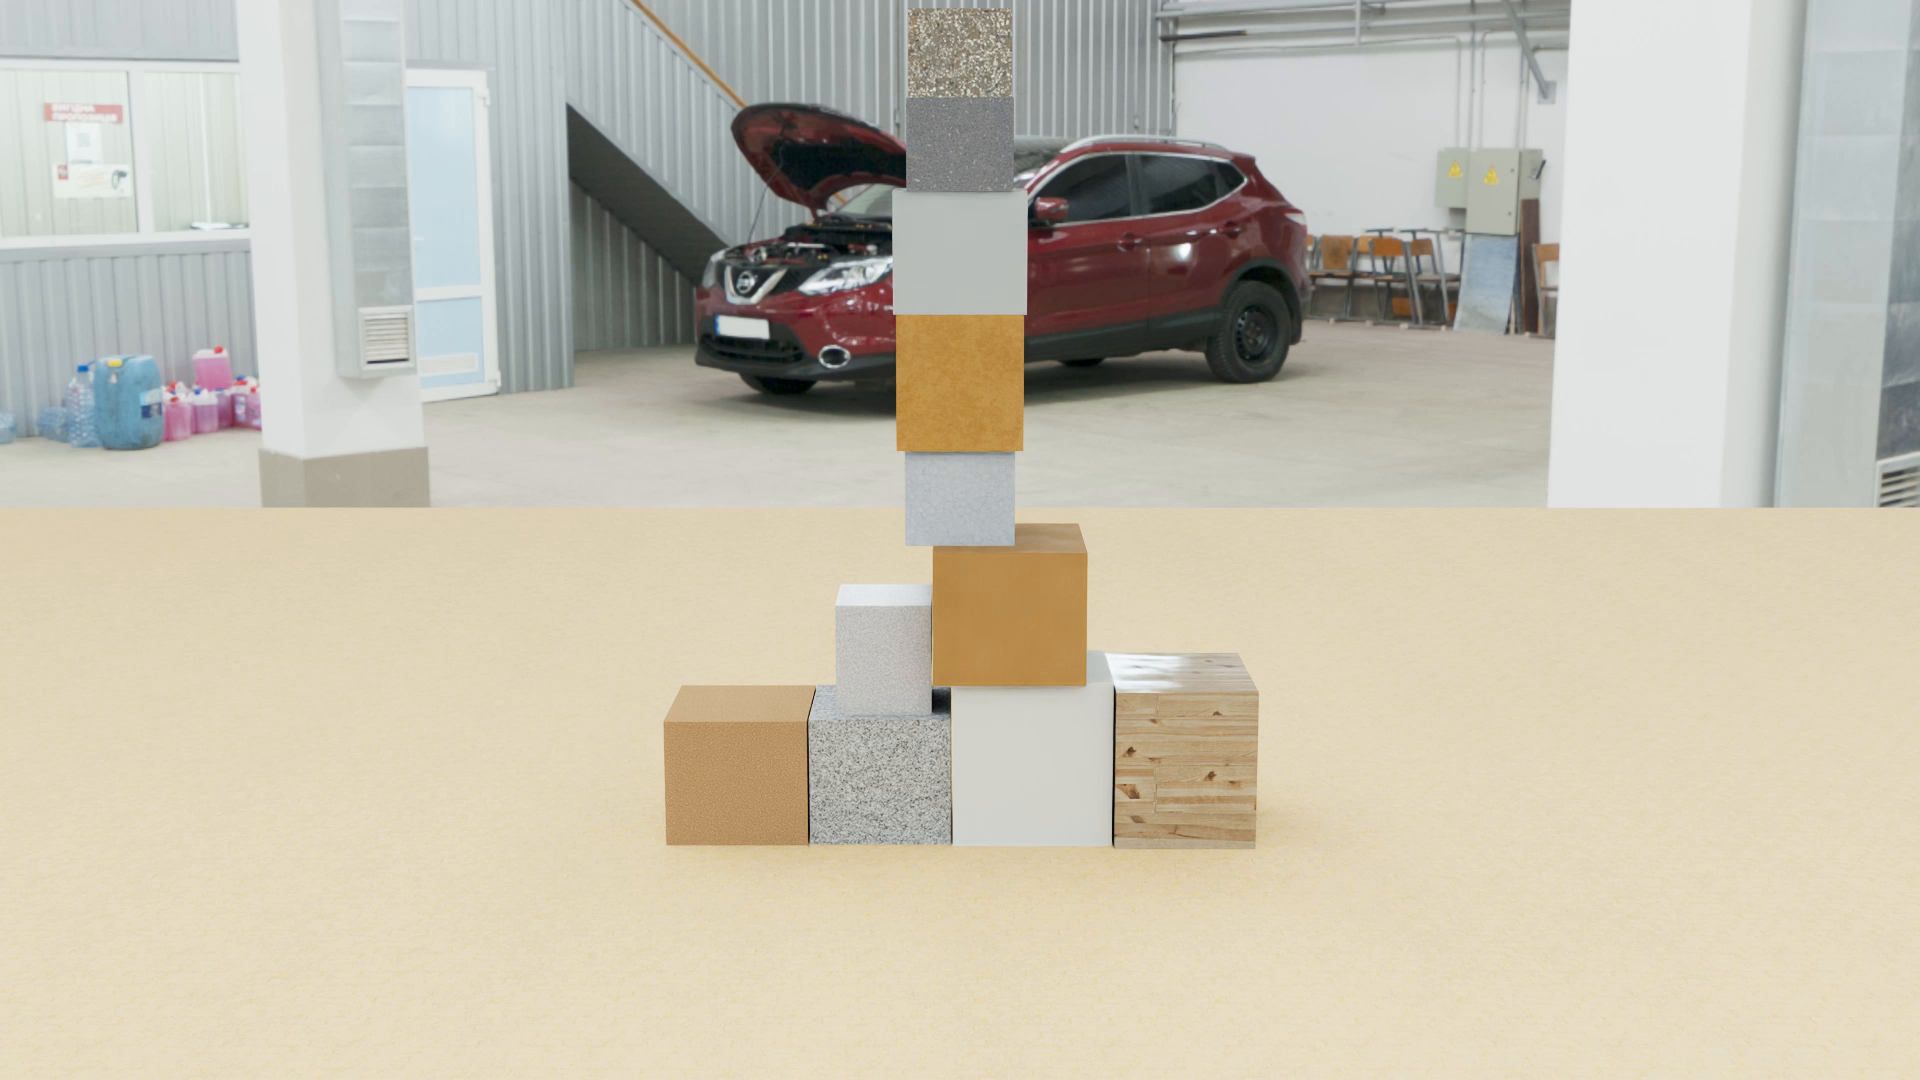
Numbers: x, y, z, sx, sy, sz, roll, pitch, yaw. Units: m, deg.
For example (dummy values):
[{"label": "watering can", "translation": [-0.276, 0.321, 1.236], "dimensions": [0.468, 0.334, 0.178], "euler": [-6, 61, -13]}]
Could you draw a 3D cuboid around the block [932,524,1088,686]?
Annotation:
[{"label": "block", "translation": [0.245, 0.316, 11.226], "dimensions": [0.758, 0.668, 0.851], "euler": [0, 10, 0]}]

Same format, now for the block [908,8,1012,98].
[{"label": "block", "translation": [0.000, -2.374, 10.765], "dimensions": [0.497, 0.418, 0.476], "euler": [0, 10, 0]}]

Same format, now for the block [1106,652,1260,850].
[{"label": "block", "translation": [1.128, 1.077, 11.379], "dimensions": [0.707, 0.810, 0.856], "euler": [0, 10, 0]}]

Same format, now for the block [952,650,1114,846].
[{"label": "block", "translation": [0.364, 1.062, 11.357], "dimensions": [0.801, 0.847, 0.714], "euler": [0, 10, 0]}]

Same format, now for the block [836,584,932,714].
[{"label": "block", "translation": [-0.384, 0.556, 11.302], "dimensions": [0.480, 0.562, 0.534], "euler": [0, 10, 0]}]

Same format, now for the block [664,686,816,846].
[{"label": "block", "translation": [-1.124, 1.157, 11.400], "dimensions": [0.714, 0.644, 0.744], "euler": [0, 10, 0]}]

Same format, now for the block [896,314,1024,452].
[{"label": "block", "translation": [0.000, -0.817, 11.038], "dimensions": [0.623, 0.668, 0.578], "euler": [0, 10, 0]}]

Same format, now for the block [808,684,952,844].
[{"label": "block", "translation": [-0.402, 1.154, 11.402], "dimensions": [0.711, 0.650, 0.721], "euler": [0, 10, 0]}]

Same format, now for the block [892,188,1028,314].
[{"label": "block", "translation": [0.000, -1.439, 10.924], "dimensions": [0.653, 0.597, 0.556], "euler": [0, 10, 0]}]

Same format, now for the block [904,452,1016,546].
[{"label": "block", "translation": [0.000, -0.254, 11.150], "dimensions": [0.544, 0.481, 0.512], "euler": [0, 10, 0]}]

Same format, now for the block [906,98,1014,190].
[{"label": "block", "translation": [0.000, -1.945, 10.808], "dimensions": [0.515, 0.440, 0.544], "euler": [0, 10, 0]}]
